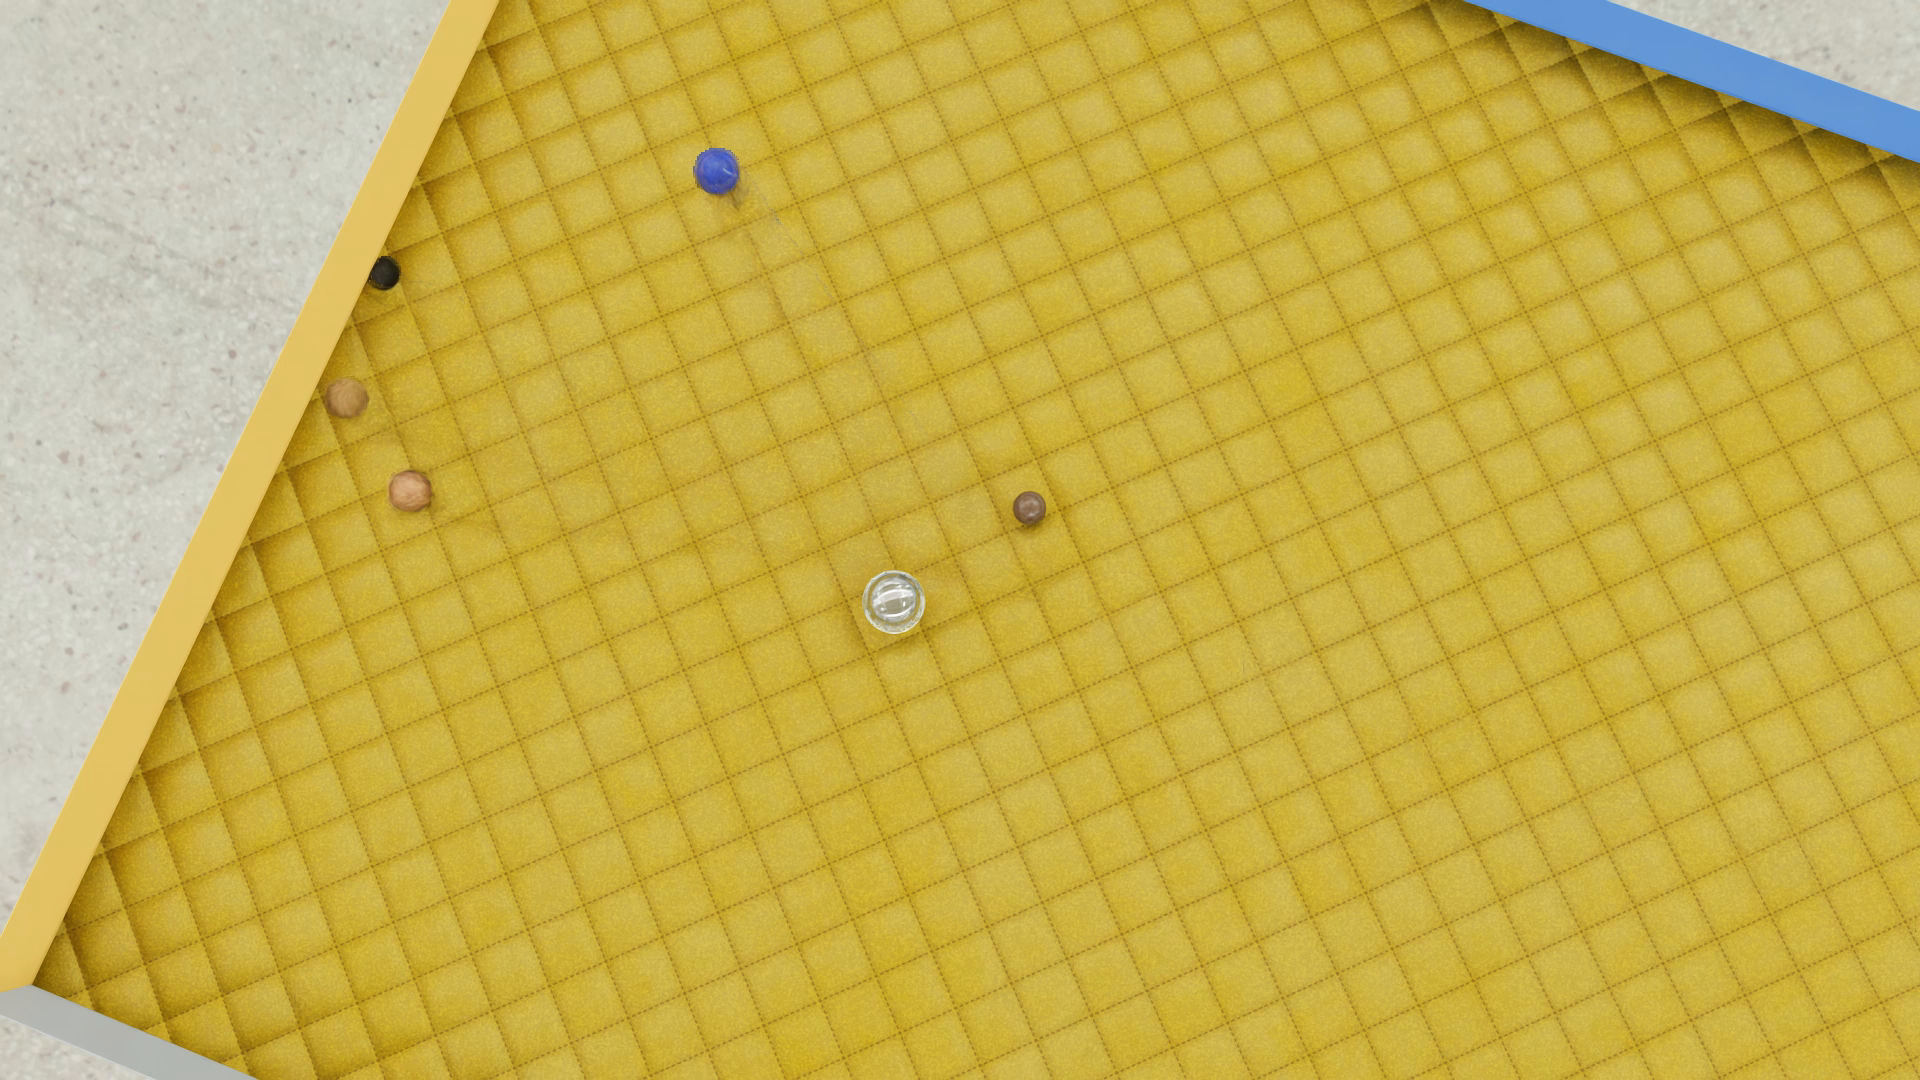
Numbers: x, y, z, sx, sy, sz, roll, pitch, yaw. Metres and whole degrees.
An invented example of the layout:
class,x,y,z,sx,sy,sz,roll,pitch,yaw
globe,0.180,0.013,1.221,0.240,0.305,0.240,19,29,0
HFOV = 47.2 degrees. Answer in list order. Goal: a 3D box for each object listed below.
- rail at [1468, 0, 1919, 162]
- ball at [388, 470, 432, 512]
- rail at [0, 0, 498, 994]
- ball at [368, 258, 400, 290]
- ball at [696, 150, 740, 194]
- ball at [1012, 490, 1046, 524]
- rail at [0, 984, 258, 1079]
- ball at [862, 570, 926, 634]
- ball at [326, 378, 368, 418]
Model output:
class,x,y,z,sx,sy,sz,roll,pitch,yaw
rail,1.379,-0.653,3.427,4.163,0.126,0.045,21,78,5
ball,-0.833,-0.074,3.331,0.065,0.065,0.065,0,78,0
rail,-0.946,-0.370,3.364,0.045,0.126,2.288,21,78,5
ball,-0.895,-0.412,3.413,0.051,0.051,0.051,0,78,0
ball,-0.379,-0.575,3.440,0.069,0.069,0.069,0,78,0
ball,0.105,-0.049,3.332,0.052,0.052,0.052,0,78,0
rail,0.558,1.383,2.976,4.163,0.126,0.045,21,78,5
ball,-0.099,0.092,3.279,0.095,0.095,0.095,0,78,0
ball,-0.937,-0.216,3.364,0.062,0.062,0.062,0,78,0
